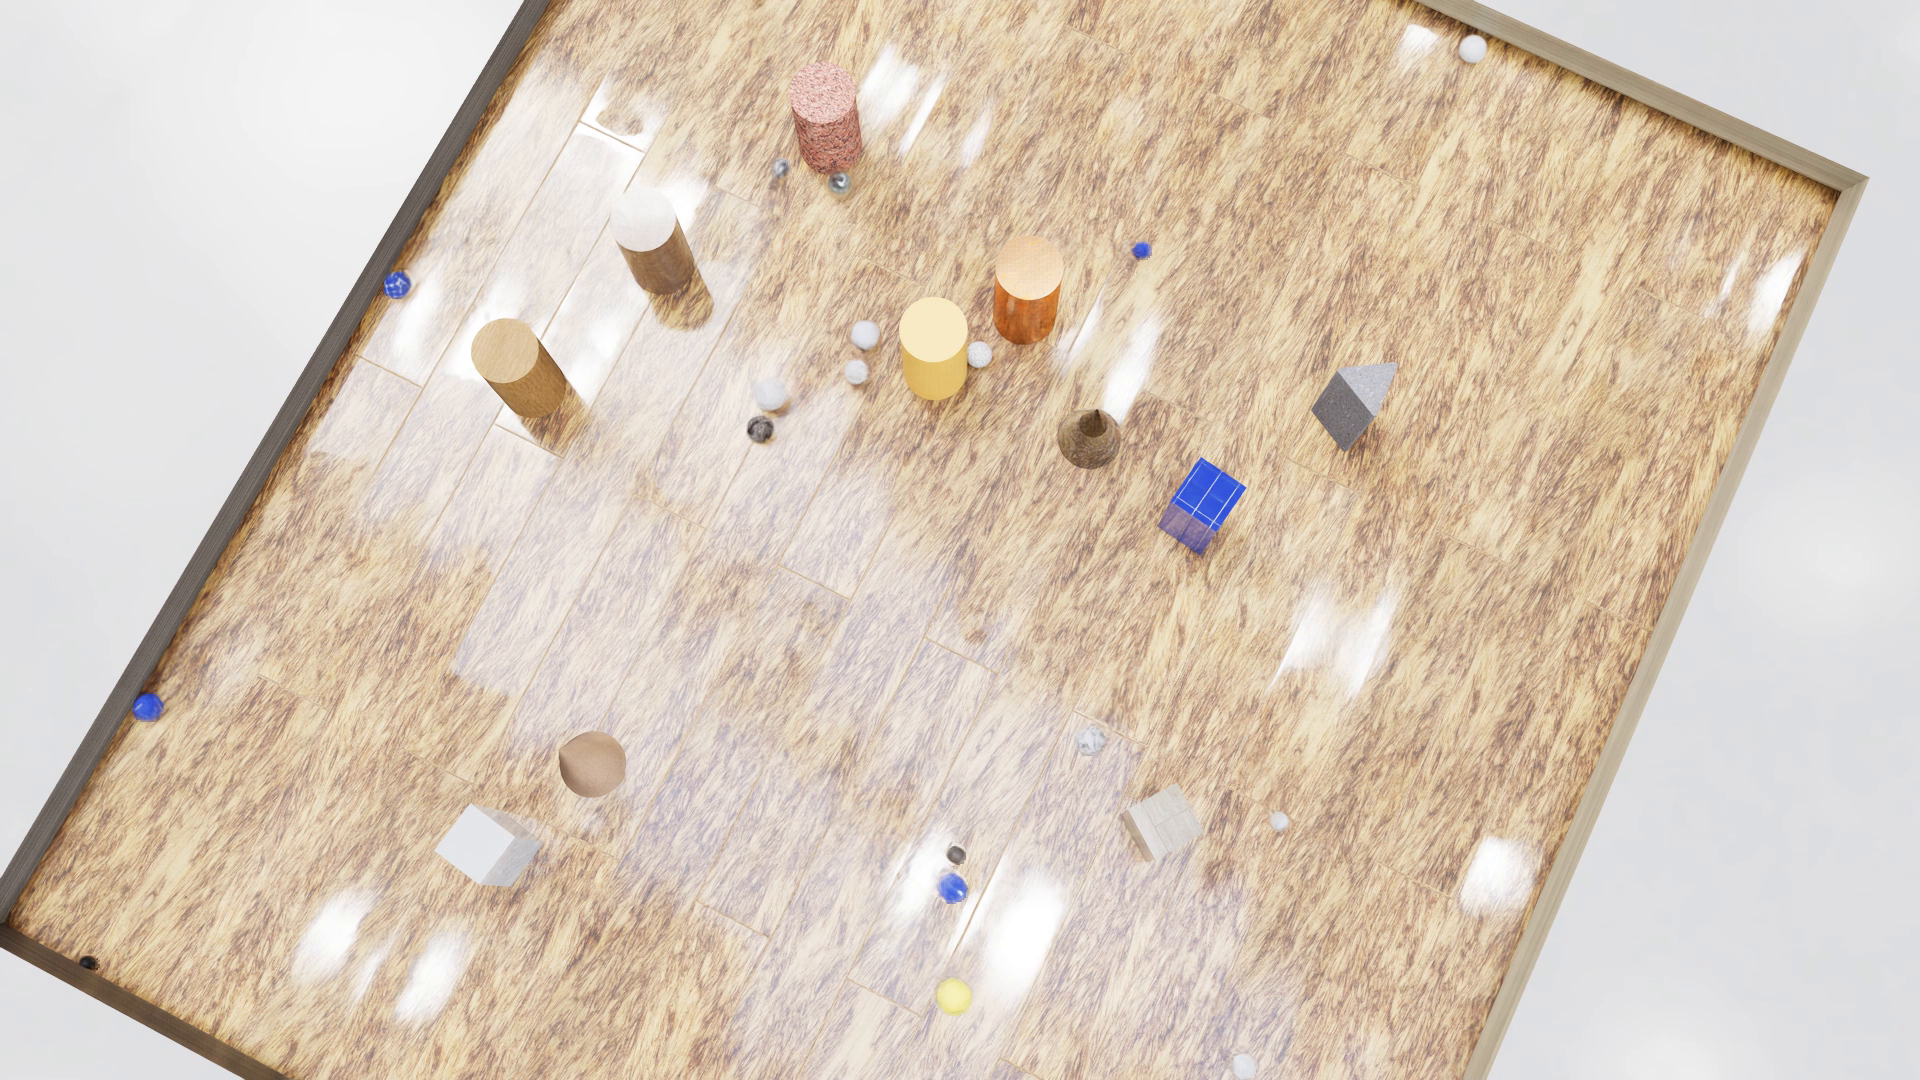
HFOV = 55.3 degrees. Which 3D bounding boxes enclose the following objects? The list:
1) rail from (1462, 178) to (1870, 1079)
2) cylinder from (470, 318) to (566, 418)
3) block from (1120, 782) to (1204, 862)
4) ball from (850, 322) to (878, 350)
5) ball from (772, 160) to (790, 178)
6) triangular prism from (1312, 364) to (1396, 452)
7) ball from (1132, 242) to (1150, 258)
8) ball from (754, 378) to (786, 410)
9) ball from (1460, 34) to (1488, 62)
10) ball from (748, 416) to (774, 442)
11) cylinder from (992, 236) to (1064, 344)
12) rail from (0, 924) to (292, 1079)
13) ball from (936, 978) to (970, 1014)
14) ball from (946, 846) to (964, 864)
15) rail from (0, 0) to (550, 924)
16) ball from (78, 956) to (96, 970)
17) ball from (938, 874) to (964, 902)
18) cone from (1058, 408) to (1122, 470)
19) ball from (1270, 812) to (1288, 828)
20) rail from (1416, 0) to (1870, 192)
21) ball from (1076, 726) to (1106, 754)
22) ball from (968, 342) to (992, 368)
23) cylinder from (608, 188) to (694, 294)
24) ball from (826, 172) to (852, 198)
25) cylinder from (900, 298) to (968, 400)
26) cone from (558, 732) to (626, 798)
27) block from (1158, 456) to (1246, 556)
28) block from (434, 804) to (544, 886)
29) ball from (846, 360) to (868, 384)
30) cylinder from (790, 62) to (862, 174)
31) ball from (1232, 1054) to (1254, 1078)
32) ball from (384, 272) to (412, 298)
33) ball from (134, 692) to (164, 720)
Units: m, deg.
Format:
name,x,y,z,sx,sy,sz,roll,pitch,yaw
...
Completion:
name,x,y,z,sx,sy,sz,roll,pitch,yaw
rail,1.792,0.884,5.367,0.045,0.129,4.598,26,80,5
cylinder,-1.328,-0.514,5.528,0.199,0.382,0.199,0,78,0
block,0.582,0.821,5.308,0.159,0.271,0.159,-28,80,-5
ball,-0.297,-0.635,5.703,0.088,0.088,0.088,0,78,0
ball,-0.570,-1.182,5.834,0.053,0.053,0.053,0,78,0
triangular prism,1.203,-0.425,5.492,0.149,0.416,0.172,-35,80,-7
ball,0.570,-0.913,5.779,0.053,0.053,0.053,0,78,0
ball,-0.584,-0.449,5.659,0.099,0.099,0.099,0,78,0
ball,1.652,-1.582,5.900,0.086,0.086,0.086,0,78,0
ball,-0.615,-0.343,5.646,0.081,0.081,0.081,0,78,0
cylinder,0.203,-0.752,5.554,0.199,0.428,0.199,0,78,0
rail,-1.018,2.000,5.136,4.055,0.129,0.045,26,80,5
ball,-0.019,1.317,5.293,0.099,0.099,0.099,0,78,0
ball,-0.015,0.927,5.399,0.051,0.051,0.051,0,78,0
rail,-1.792,-0.871,5.730,0.045,0.129,4.598,26,80,5
ball,-2.540,1.234,5.336,0.049,0.049,0.049,0,78,0
ball,-0.026,1.016,5.365,0.081,0.081,0.081,0,78,0
cone,0.402,-0.350,5.519,0.199,0.333,0.199,0,78,0
ball,0.945,0.828,5.419,0.052,0.052,0.052,0,78,0
rail,1.018,-1.986,5.961,4.055,0.129,0.045,26,80,5
ball,0.389,0.595,5.450,0.085,0.085,0.085,0,78,0
ball,0.059,-0.576,5.693,0.083,0.083,0.083,0,78,0
cylinder,-0.940,-0.909,5.609,0.199,0.383,0.199,0,78,0
ball,-0.383,-1.126,5.808,0.081,0.081,0.081,0,78,0
cylinder,-0.077,-0.573,5.532,0.199,0.397,0.199,0,78,0
cone,-1.097,0.622,5.243,0.199,0.480,0.199,0,78,0
block,0.717,-0.096,5.454,0.159,0.357,0.159,35,80,7
block,-1.344,0.878,5.251,0.159,0.360,0.159,35,80,7
ball,-0.319,-0.520,5.687,0.073,0.073,0.073,0,78,0
cylinder,-0.414,-1.304,5.689,0.199,0.386,0.199,0,78,0
ball,0.814,1.512,5.270,0.066,0.066,0.066,0,78,0
ball,-1.762,-0.801,5.741,0.081,0.081,0.081,0,78,0
ball,-2.423,0.498,5.471,0.083,0.083,0.083,0,78,0
